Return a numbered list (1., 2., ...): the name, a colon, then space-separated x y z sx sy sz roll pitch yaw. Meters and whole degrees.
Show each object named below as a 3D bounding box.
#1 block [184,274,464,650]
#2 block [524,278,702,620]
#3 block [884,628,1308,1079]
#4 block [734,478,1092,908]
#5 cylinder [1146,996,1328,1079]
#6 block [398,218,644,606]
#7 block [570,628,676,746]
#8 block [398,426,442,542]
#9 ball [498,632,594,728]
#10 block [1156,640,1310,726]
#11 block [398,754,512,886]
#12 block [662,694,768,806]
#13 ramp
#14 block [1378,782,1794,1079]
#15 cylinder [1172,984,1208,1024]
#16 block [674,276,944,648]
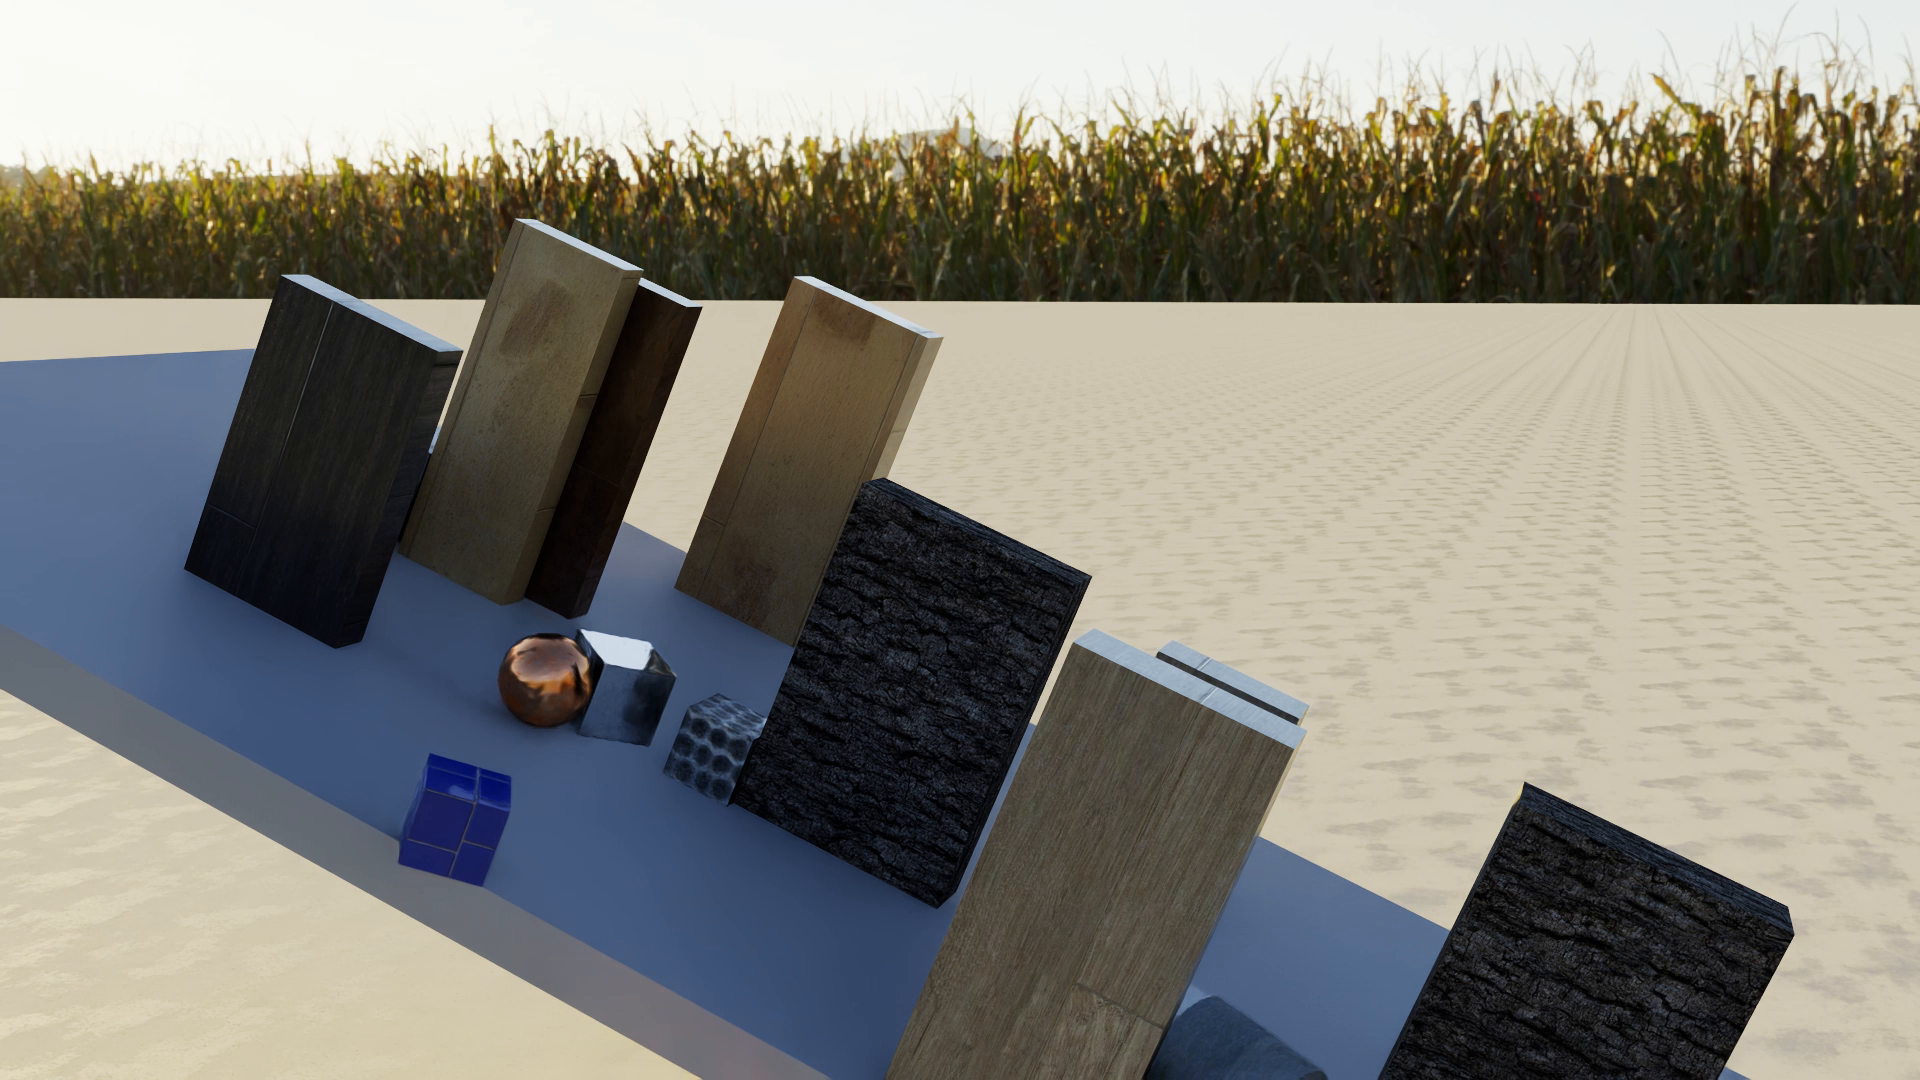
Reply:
1. block: -1.134 -0.140 3.905 0.334 0.572 0.085 26 13 13
2. block: -0.793 -0.217 4.510 0.301 0.696 0.081 26 13 13
3. block: 0.181 0.526 3.088 0.329 0.723 0.123 26 13 13
4. block: -0.088 0.267 3.879 0.416 0.633 0.115 26 13 13
5. cylinder: 0.420 0.843 3.374 0.203 0.203 0.203 32 25 35
6. block: -0.888 -0.254 4.422 0.257 0.731 0.085 26 13 13
7. block: -0.635 0.272 4.037 0.146 0.146 0.146 14 16 -34
8. block: -1.105 -0.113 4.673 0.202 0.202 0.202 11 17 -41
9. ball: -0.736 0.249 3.909 0.169 0.169 0.169 0 7 0
10. block: 0.472 0.469 4.467 0.309 0.425 0.141 26 13 13
11. block: -0.754 0.418 3.289 0.128 0.128 0.128 19 13 -16
12. block: -0.430 0.378 3.976 0.135 0.135 0.135 26 13 13
13. ramp: -0.293 0.513 4.187 4.000 0.100 2.000 26 13 13
14. block: 0.884 0.778 3.292 0.415 0.704 0.148 26 13 13
15. cylinder: 0.324 0.797 3.527 0.146 0.146 0.146 21 13 -5
16. block: -0.342 -0.170 4.923 0.337 0.762 0.112 26 13 13
